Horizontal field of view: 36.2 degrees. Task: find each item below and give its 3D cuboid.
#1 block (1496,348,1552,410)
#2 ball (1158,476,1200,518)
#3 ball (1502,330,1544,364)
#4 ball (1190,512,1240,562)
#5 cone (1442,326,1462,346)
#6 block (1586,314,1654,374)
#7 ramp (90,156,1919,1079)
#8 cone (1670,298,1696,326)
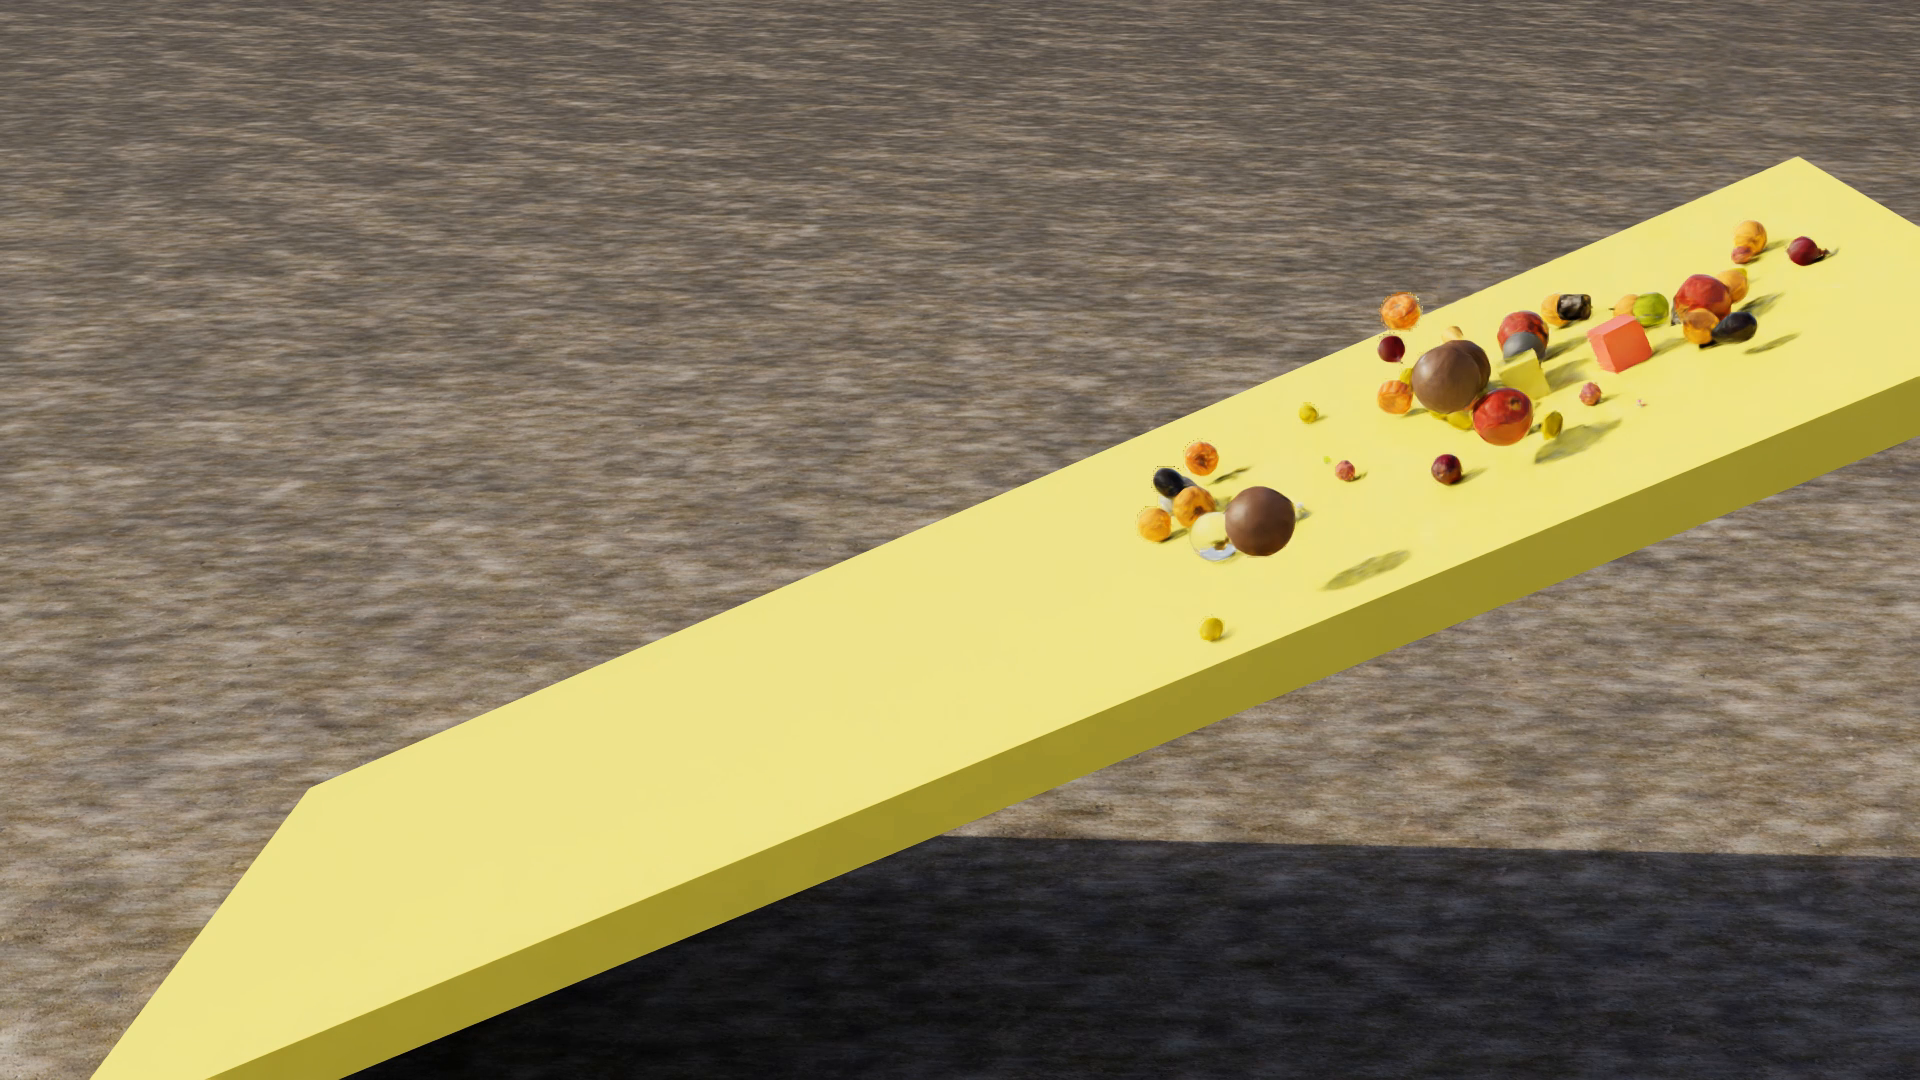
[{"bbox_3d":[1.146,-0.329,5.987,0.083,0.083,0.083,-22,13,12],"label":"block"},{"bbox_3d":[0.469,-0.092,6.281,0.090,0.090,0.090,0,15,0],"label":"ball"},{"bbox_3d":[1.164,-0.389,6.074,0.086,0.086,0.086,0,15,0],"label":"ball"},{"bbox_3d":[0.506,-0.006,5.844,0.099,0.099,0.099,0,15,0],"label":"ball"},{"bbox_3d":[1.120,-0.454,6.635,0.050,0.050,0.050,-4,20,-15],"label":"cone"},{"bbox_3d":[1.326,-0.395,5.912,0.085,0.085,0.085,-26,13,-5],"label":"block"},{"bbox_3d":[0.132,0.170,6.284,4.000,0.100,2.000,-23,13,8],"label":"ramp"},{"bbox_3d":[1.474,-0.476,6.037,0.053,0.053,0.053,-24,13,6],"label":"cone"}]
